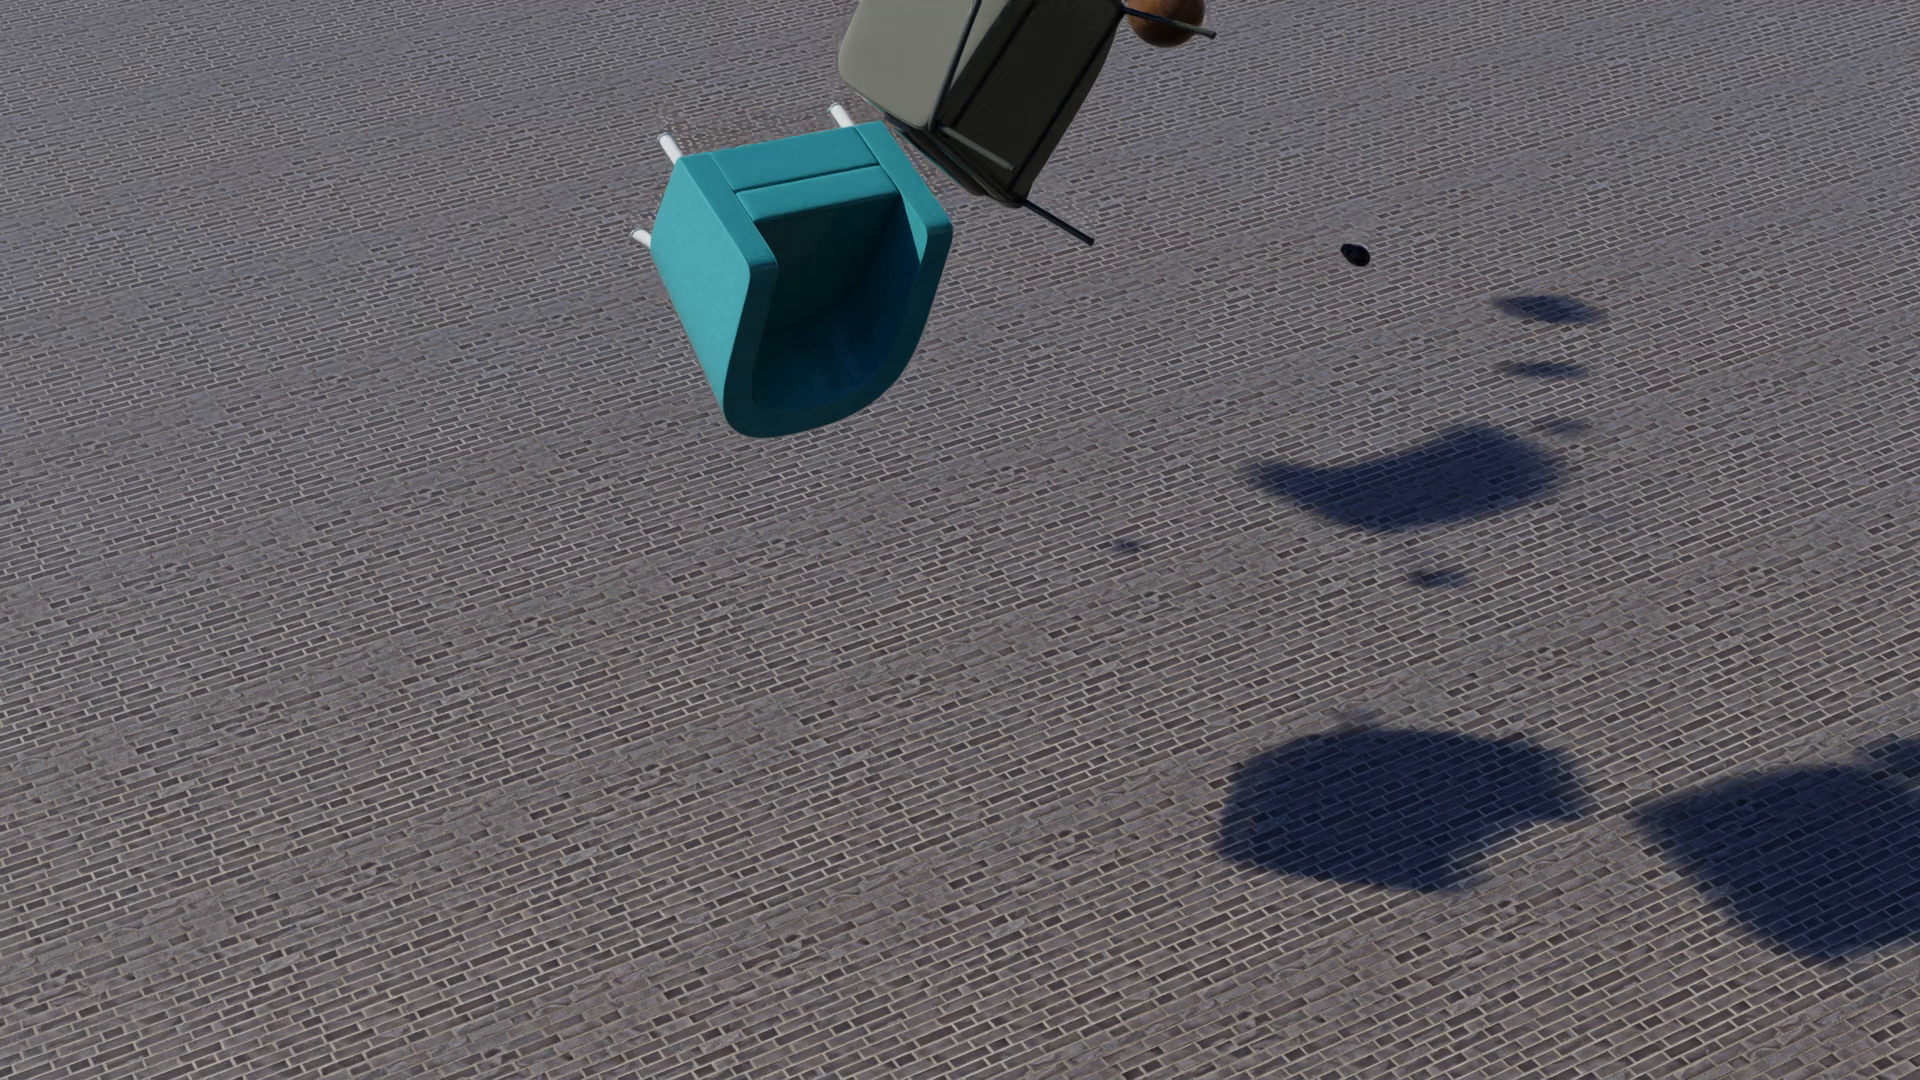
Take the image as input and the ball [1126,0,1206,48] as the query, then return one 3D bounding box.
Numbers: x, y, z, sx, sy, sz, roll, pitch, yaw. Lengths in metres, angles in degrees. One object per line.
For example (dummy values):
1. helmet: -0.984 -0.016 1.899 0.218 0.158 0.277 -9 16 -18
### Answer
1. ball: 0.602 -1.556 8.576 0.230 0.230 0.230 0 33 0
